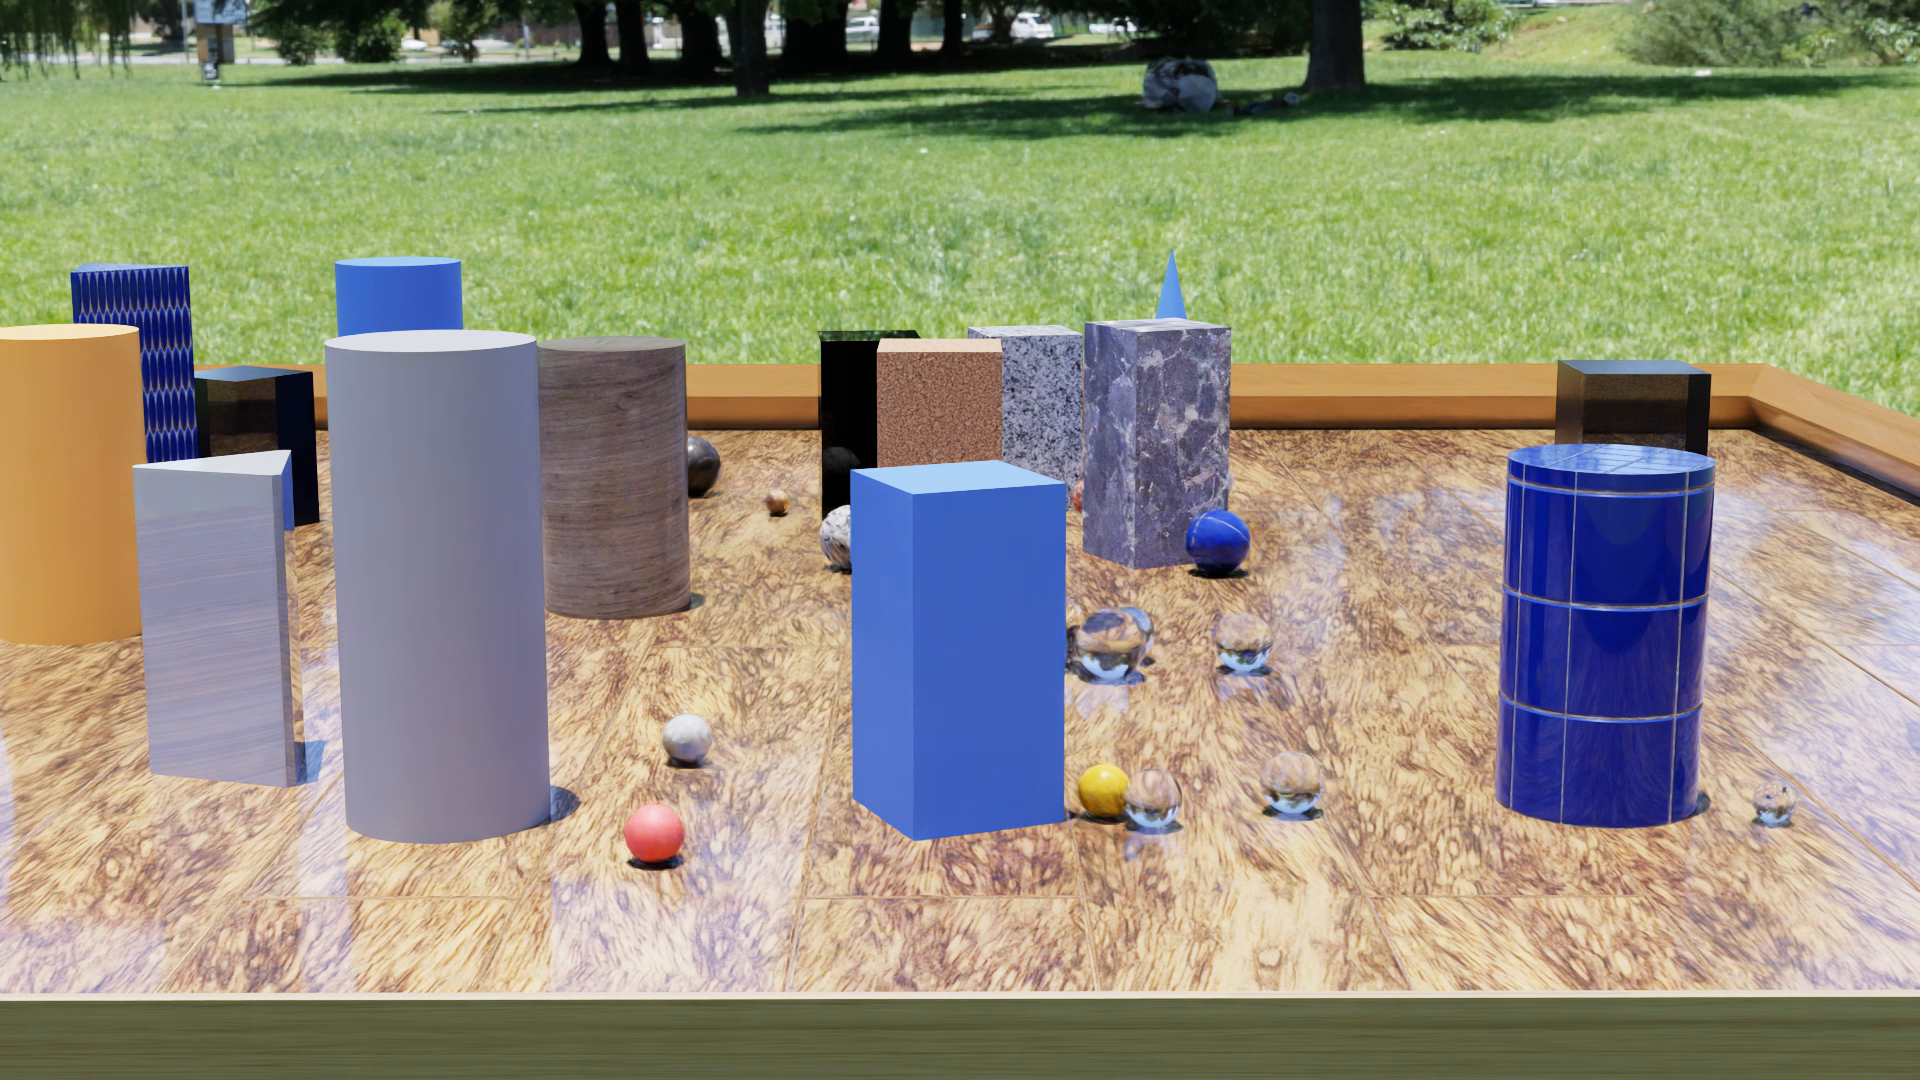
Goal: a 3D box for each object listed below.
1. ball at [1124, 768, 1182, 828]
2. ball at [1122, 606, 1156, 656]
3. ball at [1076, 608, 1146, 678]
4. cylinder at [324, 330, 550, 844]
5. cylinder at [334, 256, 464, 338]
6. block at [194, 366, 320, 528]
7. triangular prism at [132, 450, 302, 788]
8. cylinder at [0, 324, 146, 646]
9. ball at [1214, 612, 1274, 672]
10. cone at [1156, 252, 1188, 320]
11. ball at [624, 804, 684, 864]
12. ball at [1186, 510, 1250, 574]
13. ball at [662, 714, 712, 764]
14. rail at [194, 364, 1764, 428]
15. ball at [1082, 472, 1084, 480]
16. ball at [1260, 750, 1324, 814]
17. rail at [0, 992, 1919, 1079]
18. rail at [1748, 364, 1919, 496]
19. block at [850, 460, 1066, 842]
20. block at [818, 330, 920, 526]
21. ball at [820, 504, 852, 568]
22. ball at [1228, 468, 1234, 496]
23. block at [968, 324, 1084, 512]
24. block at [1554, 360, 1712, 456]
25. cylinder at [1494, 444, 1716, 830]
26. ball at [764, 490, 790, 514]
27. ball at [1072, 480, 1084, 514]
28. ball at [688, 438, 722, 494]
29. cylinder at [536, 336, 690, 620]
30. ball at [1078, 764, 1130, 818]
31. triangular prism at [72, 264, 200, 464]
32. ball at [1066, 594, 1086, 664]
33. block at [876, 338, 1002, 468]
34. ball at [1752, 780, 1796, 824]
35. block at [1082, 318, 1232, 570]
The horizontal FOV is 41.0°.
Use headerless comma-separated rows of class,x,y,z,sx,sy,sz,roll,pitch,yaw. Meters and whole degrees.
ball,0.187,0.250,2.481,0.057,0.057,0.057,0,10,0
ball,0.207,0.116,3.170,0.069,0.069,0.069,0,10,0
ball,0.181,0.124,3.082,0.086,0.086,0.086,0,10,0
cylinder,-0.504,0.040,2.486,0.198,0.468,0.198,0,10,0
cylinder,-0.903,-0.243,4.159,0.198,0.416,0.198,0,10,0
block,-1.144,-0.145,4.100,0.159,0.244,0.159,7,12,32
triangular prism,-0.740,0.076,2.689,0.172,0.323,0.149,4,11,19
cylinder,-1.156,-0.076,3.324,0.198,0.390,0.198,0,10,0
ball,0.346,0.124,3.121,0.071,0.071,0.071,0,10,0
cone,0.335,-0.245,4.094,0.198,0.443,0.198,0,10,0
ball,-0.283,0.271,2.371,0.055,0.055,0.055,0,10,0
ball,0.374,0.002,3.718,0.094,0.094,0.094,0,10,0
ball,-0.288,0.210,2.708,0.053,0.053,0.053,0,10,0
rail,-0.010,-0.289,5.190,3.293,0.129,0.045,0,10,0
ball,0.233,-0.090,4.279,0.072,0.072,0.072,0,10,0
ball,0.327,0.238,2.527,0.063,0.063,0.063,0,10,0
rail,0.010,0.355,1.707,3.293,0.129,0.045,0,10,0
rail,1.623,0.031,3.458,0.045,0.129,3.589,0,10,0
block,-0.003,0.103,2.511,0.159,0.335,0.159,-5,11,-23
block,-0.145,-0.176,4.103,0.159,0.303,0.159,-1,11,-5
ball,-0.159,-0.005,3.754,0.094,0.094,0.094,0,10,0
ball,0.425,-0.099,4.321,0.073,0.073,0.073,0,10,0
block,0.107,-0.203,4.278,0.159,0.293,0.159,-2,11,-12
block,0.869,-0.055,3.344,0.159,0.343,0.159,0,10,1
cylinder,0.637,0.091,2.543,0.198,0.347,0.198,0,10,0
ball,-0.300,-0.063,4.212,0.042,0.042,0.042,0,10,0
ball,0.216,-0.070,4.181,0.066,0.066,0.066,0,10,0
ball,-0.459,-0.127,4.401,0.099,0.099,0.099,0,10,0
cylinder,-0.468,-0.087,3.474,0.198,0.359,0.198,0,10,0
ball,0.142,0.246,2.514,0.054,0.054,0.054,0,10,0
triangular prism,-1.220,-0.175,3.720,0.172,0.442,0.149,-9,14,-41
ball,0.108,0.108,3.134,0.097,0.097,0.097,0,10,0
block,-0.026,-0.071,3.360,0.159,0.369,0.159,0,10,0
ball,0.792,0.255,2.496,0.042,0.042,0.042,0,10,0
block,0.292,-0.147,3.825,0.159,0.348,0.159,-5,12,-25
